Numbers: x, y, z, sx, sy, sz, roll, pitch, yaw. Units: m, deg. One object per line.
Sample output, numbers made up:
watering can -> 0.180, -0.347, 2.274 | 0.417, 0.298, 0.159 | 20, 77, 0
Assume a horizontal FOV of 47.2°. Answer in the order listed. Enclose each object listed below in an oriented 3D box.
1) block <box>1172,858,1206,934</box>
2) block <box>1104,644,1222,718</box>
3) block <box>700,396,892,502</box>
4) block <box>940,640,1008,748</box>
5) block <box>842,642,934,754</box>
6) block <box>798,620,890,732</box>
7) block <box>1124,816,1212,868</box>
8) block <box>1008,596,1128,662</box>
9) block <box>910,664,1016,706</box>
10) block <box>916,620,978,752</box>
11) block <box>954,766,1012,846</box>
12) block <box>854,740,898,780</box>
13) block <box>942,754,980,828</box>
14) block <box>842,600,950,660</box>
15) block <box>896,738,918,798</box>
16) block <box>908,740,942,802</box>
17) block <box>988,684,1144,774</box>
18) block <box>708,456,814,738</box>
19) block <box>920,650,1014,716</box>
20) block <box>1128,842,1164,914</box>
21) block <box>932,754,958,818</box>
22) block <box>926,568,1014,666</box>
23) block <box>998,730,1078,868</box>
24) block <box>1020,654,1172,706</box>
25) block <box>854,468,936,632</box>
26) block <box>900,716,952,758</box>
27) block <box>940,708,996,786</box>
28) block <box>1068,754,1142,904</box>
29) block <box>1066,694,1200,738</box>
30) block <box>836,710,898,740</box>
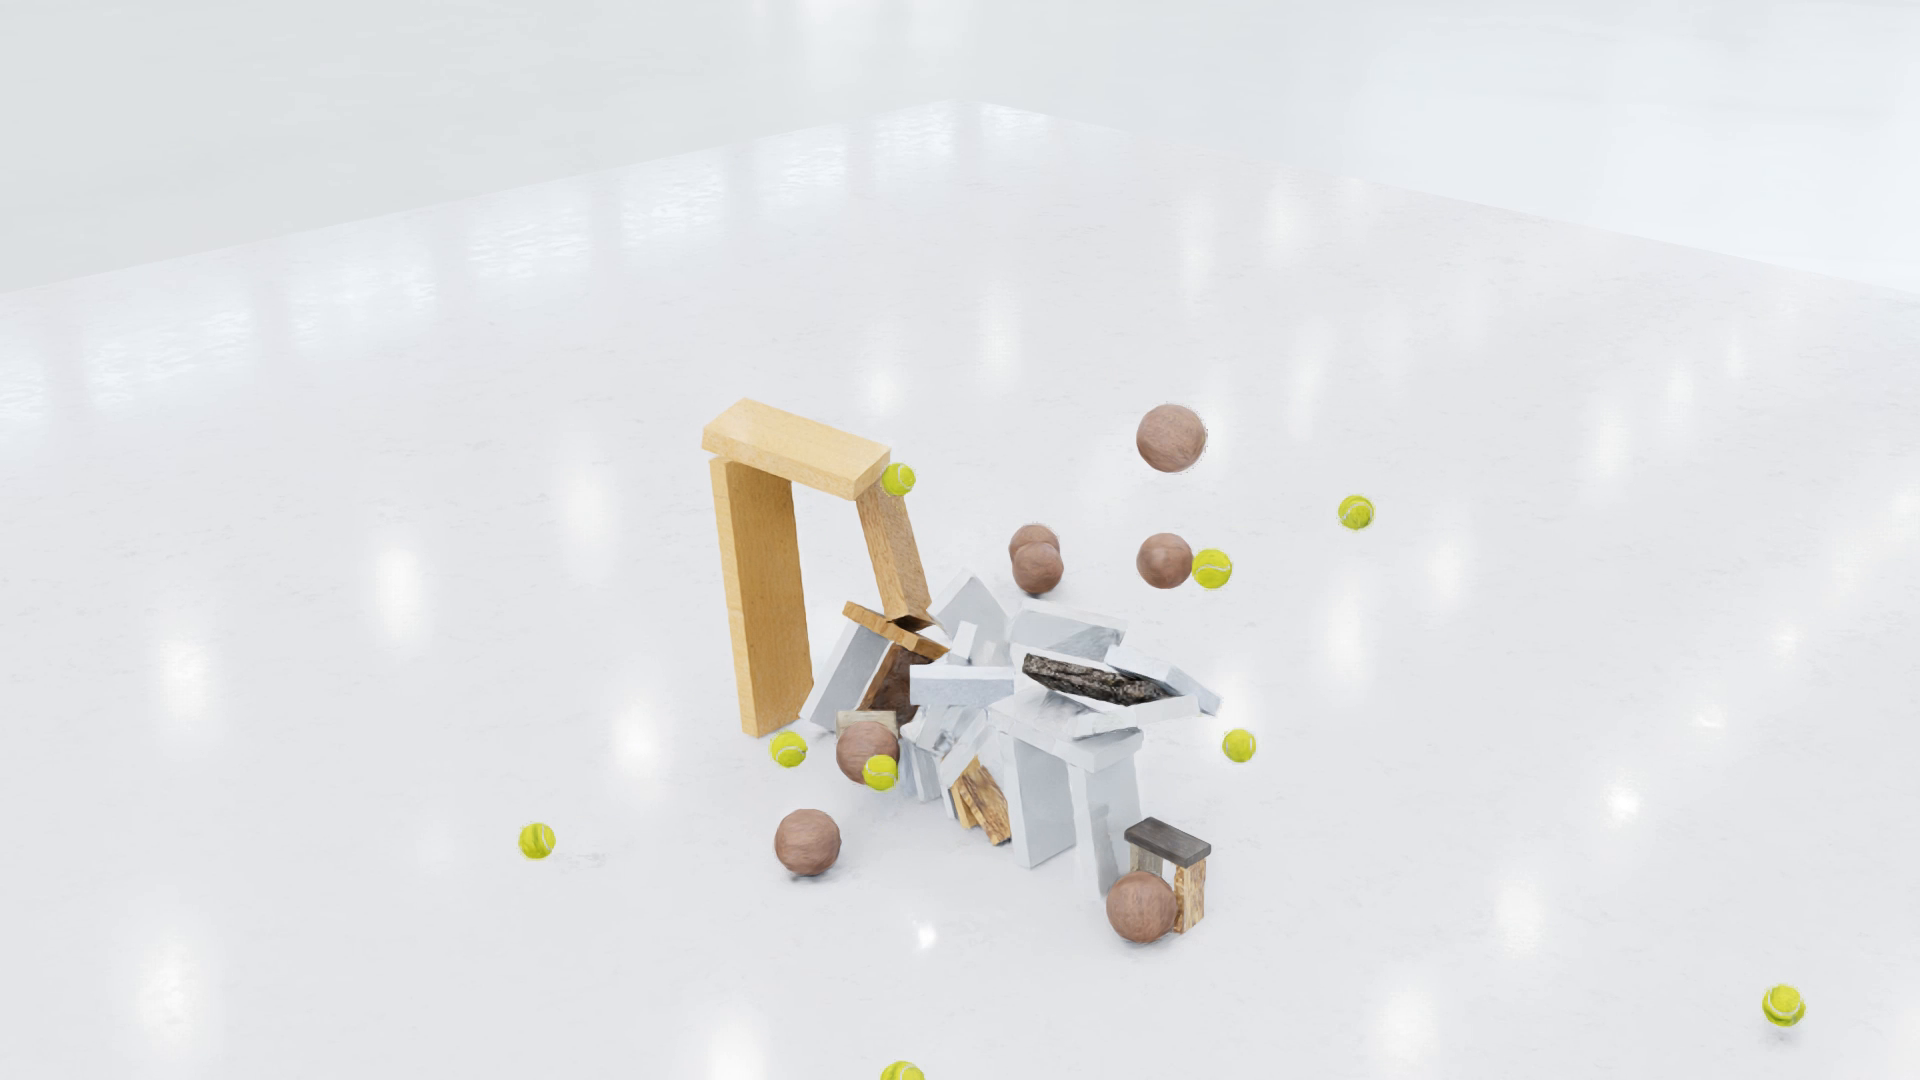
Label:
block -> 0.423, 0.646, 4.052 | 0.021, 0.146, 0.073 | 16, 28, 34
block -> 0.382, 0.265, 4.121 | 0.130, 0.037, 0.259 | 16, -10, 32
block -> -0.342, -0.193, 4.595 | 0.353, 0.050, 0.176 | 19, 32, 16
block -> 0.029, 0.312, 4.385 | 0.029, 0.101, 0.203 | 19, 69, 25
block -> -0.144, 0.341, 4.625 | 0.117, 0.233, 0.033 | 24, 7, -36
block -> -0.248, 0.294, 4.735 | 0.033, 0.233, 0.117 | 28, 0, 38
block -> 0.383, 0.556, 4.050 | 0.146, 0.021, 0.073 | 21, 31, 41
block -> 0.200, 0.170, 4.108 | 0.202, 0.101, 0.029 | 13, 47, -8
block -> 0.004, 0.283, 4.260 | 0.202, 0.101, 0.029 | 1, 55, 0
block -> -0.027, 0.290, 4.378 | 0.034, 0.241, 0.121 | 20, 32, 0
block -> 0.058, 0.527, 4.372 | 0.075, 0.021, 0.149 | -22, 72, -41
block -> -0.178, 0.435, 4.561 | 0.061, 0.122, 0.017 | -31, 31, -18
block -> 0.017, 0.494, 4.410 | 0.075, 0.149, 0.021 | -22, 7, -41
block -> -0.134, 0.197, 4.689 | 0.233, 0.033, 0.117 | 25, 0, 42
block -> -0.097, 0.460, 4.518 | 0.061, 0.122, 0.017 | -21, 24, -41
block -> -0.065, 0.463, 4.502 | 0.066, 0.131, 0.019 | -17, 9, -37
block -> 0.198, 0.355, 4.166 | 0.137, 0.039, 0.275 | -21, 31, -40
block -> -0.420, 0.105, 4.720 | 0.050, 0.619, 0.176 | 12, 25, 41
block -> 0.009, 0.287, 4.657 | 0.034, 0.121, 0.251 | 6, 30, 45
block -> 0.348, 0.620, 4.114 | 0.021, 0.146, 0.073 | 21, 31, 41
block -> -0.009, 0.489, 4.442 | 0.066, 0.131, 0.019 | -21, 11, -41
block -> 0.031, 0.171, 4.550 | 0.121, 0.241, 0.034 | -49, 47, -11
block -> 0.152, 0.482, 4.271 | 0.137, 0.275, 0.039 | -21, 20, -41
block -> 0.259, 0.273, 4.154 | 0.259, 0.037, 0.130 | 11, -13, 30
block -> -0.146, 0.011, 4.708 | 0.050, 0.353, 0.176 | -20, -15, 16
block -> -0.054, 0.400, 4.459 | 0.066, 0.019, 0.131 | -21, 32, -39
block -> 0.015, 0.403, 4.281 | 0.021, 0.149, 0.075 | 34, 14, -14
block -> 0.281, 0.532, 4.151 | 0.137, 0.274, 0.039 | -21, 20, -41
block -> 0.311, 0.319, 3.985 | 0.130, 0.037, 0.259 | -8, -6, -26
block -> -0.191, 0.381, 4.516 | 0.122, 0.061, 0.017 | 1, -13, -14
